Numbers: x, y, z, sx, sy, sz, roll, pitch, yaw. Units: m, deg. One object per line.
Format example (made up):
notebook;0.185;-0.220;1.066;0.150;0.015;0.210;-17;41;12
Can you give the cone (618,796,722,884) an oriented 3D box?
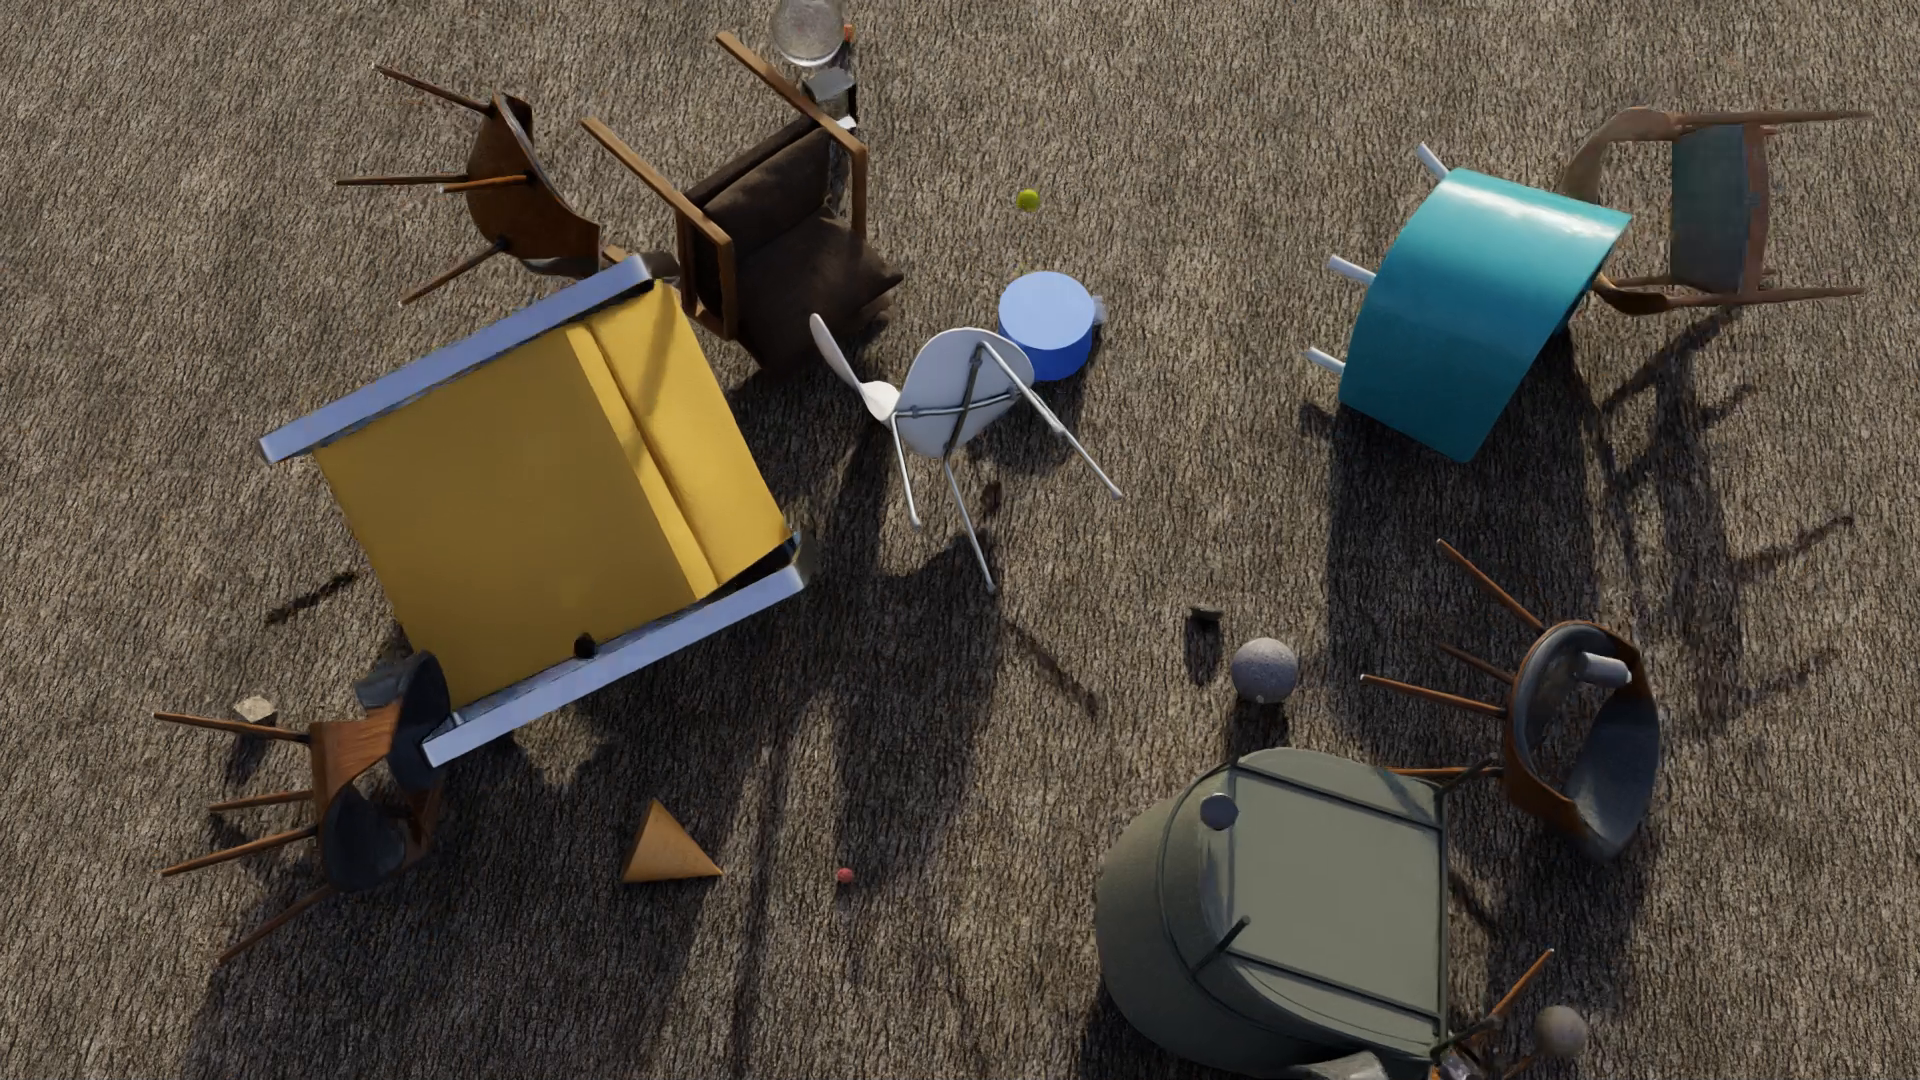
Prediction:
cone;-0.755;0.857;5.943;0.256;0.199;0.256;24;63;-10

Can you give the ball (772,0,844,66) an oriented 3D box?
ball;-0.473;-1.590;6.853;0.224;0.224;0.224;0;56;0

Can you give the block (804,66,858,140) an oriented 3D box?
block;-0.438;-1.481;7.453;0.136;0.189;0.109;-29;61;-18

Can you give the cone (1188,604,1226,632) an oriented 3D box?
cone;0.713;0.233;6.391;0.107;0.067;0.119;2;9;-44

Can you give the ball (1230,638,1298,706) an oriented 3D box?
ball;0.860;0.371;6.210;0.191;0.191;0.191;0;56;0

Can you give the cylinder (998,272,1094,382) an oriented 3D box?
cylinder;0.270;-0.675;6.932;0.298;0.157;0.318;0;56;0

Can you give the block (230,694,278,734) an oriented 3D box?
block;-1.989;0.490;6.199;0.083;0.041;0.091;35;37;21

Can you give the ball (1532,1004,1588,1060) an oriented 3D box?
ball;1.539;1.263;5.644;0.137;0.137;0.137;0;56;0

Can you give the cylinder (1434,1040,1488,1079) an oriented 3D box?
cylinder;1.175;1.239;5.154;0.113;0.111;0.063;47;108;18
